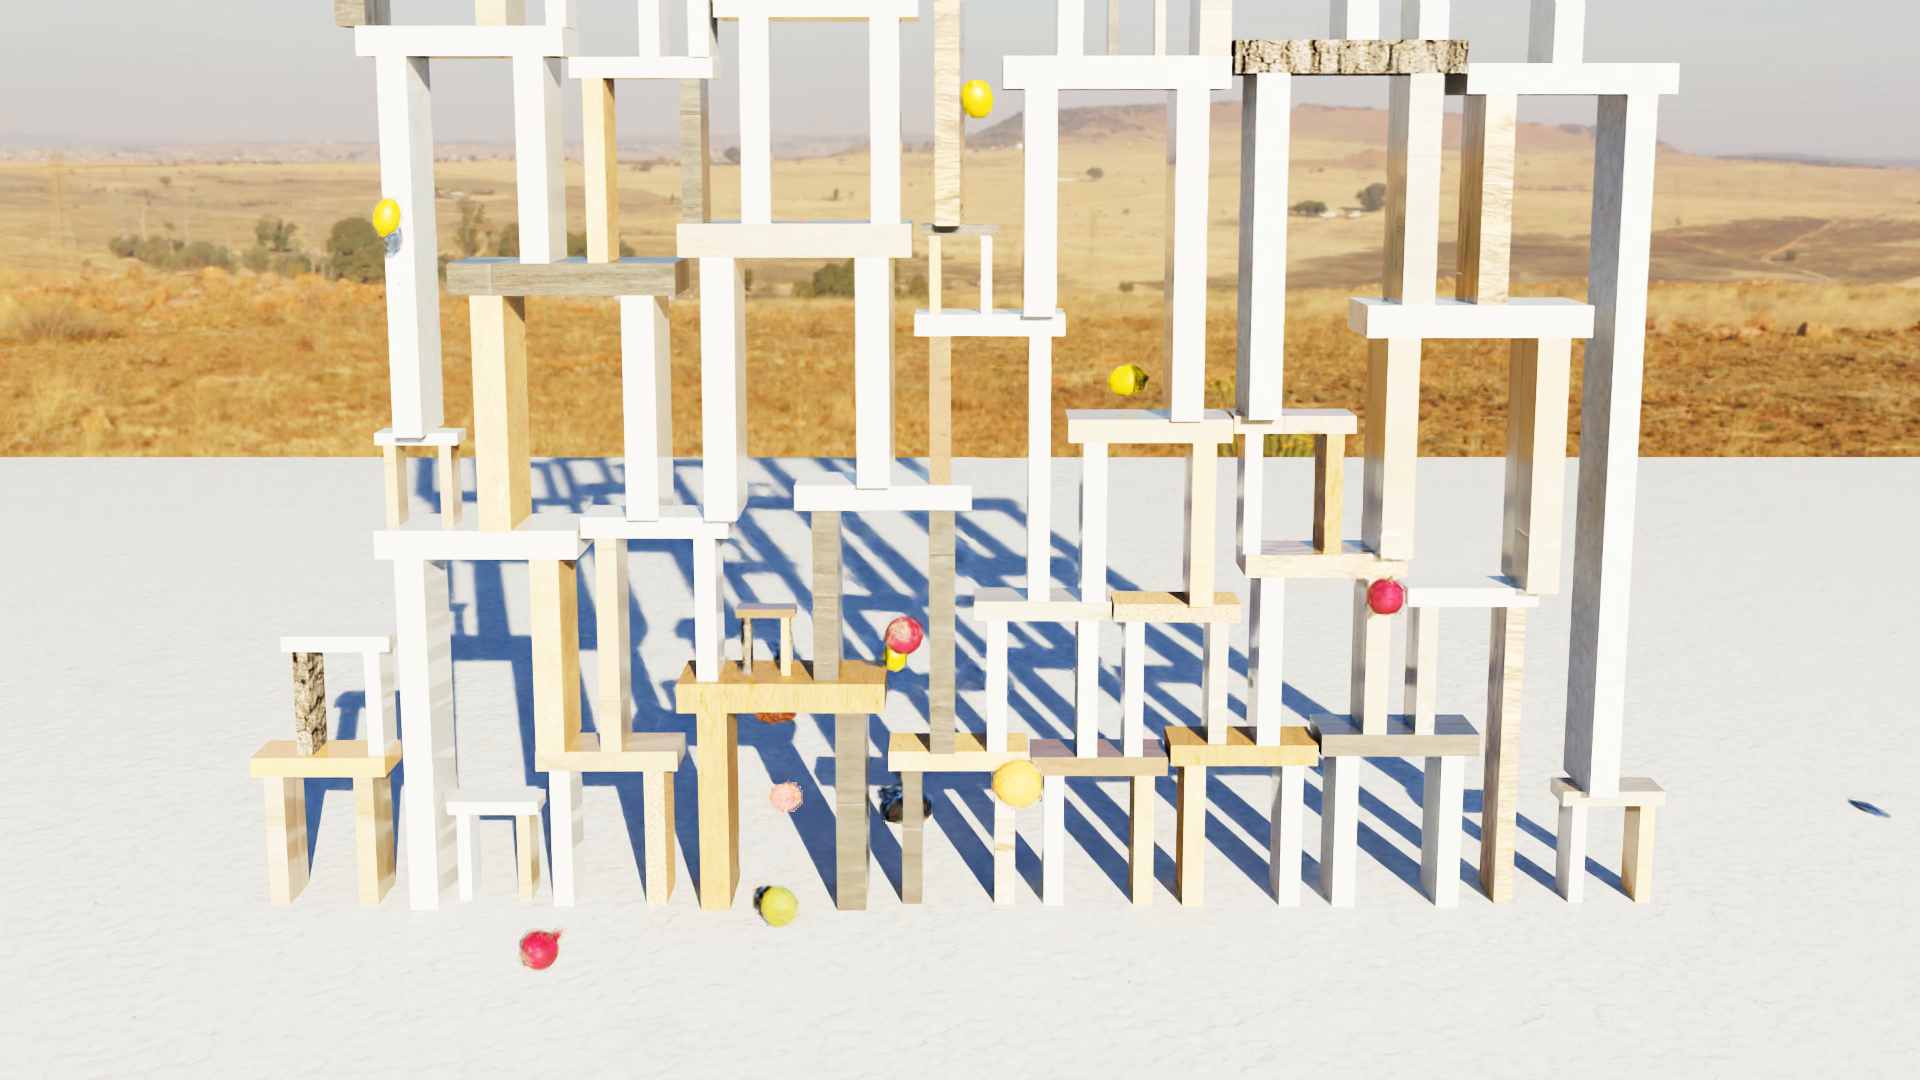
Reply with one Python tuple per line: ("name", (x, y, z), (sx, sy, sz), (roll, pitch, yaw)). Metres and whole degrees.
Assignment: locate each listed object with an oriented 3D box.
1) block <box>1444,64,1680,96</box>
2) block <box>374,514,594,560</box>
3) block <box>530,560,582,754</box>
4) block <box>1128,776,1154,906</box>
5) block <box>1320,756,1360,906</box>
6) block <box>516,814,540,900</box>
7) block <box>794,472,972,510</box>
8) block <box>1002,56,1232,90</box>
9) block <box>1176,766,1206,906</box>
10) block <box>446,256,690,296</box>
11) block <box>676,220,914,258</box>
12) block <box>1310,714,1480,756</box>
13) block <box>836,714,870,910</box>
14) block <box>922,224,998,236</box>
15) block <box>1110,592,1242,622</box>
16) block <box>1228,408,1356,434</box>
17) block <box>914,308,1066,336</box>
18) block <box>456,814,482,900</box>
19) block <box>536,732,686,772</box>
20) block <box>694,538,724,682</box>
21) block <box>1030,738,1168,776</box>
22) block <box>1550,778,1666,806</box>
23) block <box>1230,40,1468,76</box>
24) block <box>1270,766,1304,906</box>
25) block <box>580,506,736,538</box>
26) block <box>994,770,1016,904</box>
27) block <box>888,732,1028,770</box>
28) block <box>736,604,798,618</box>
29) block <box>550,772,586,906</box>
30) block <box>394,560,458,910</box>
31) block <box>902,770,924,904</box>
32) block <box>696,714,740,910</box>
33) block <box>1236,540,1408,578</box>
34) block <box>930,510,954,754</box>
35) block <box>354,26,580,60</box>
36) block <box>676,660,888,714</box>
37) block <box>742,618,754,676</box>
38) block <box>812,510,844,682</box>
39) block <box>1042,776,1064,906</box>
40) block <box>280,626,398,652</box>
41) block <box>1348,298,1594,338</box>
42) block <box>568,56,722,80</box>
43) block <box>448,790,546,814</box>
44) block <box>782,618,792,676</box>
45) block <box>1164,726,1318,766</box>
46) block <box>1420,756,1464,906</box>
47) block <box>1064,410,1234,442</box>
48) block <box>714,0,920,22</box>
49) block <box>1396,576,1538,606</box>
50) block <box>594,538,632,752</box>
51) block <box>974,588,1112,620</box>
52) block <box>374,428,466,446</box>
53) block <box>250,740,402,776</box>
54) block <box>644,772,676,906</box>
("block", (0.935, -0.718, 3.431), (0.321, 0.046, 0.161), (0, 11, 0))
("block", (-0.768, -0.006, 3.561), (0.321, 0.046, 0.161), (0, 11, 0))
("block", (-0.660, 0.174, 3.595), (0.046, 0.321, 0.161), (0, 10, 0))
("block", (0.300, 0.482, 3.648), (0.031, 0.221, 0.110), (0, 11, 0))
("block", (0.628, 0.464, 3.646), (0.036, 0.256, 0.128), (0, 11, 0))
("block", (-0.718, 0.517, 3.660), (0.021, 0.148, 0.074), (0, 11, 0))
("block", (-0.122, -0.079, 3.549), (0.280, 0.040, 0.140), (0, 11, 0))
("block", (0.240, -0.726, 3.421), (0.346, 0.049, 0.173), (0, 11, 0))
("block", (0.382, 0.473, 3.648), (0.034, 0.239, 0.119), (0, 11, 0))
("block", (-0.617, -0.419, 3.485), (0.353, 0.050, 0.176), (0, 11, 0))
("block", (-0.255, -0.477, 3.471), (0.360, 0.051, 0.180), (0, 11, 0))
("block", (0.713, 0.321, 3.619), (0.256, 0.036, 0.128), (0, 11, 0))
("block", (-0.177, 0.426, 3.639), (0.047, 0.333, 0.166), (0, 11, 0))
("block", (0.000, -0.489, 3.464), (0.121, 0.017, 0.060), (0, 11, 0))
("block", (0.349, 0.108, 3.579), (0.203, 0.029, 0.102), (0, 11, 0))
("block", (0.531, -0.191, 3.526), (0.193, 0.027, 0.097), (0, 11, 0))
("block", (0.047, -0.346, 3.496), (0.236, 0.033, 0.118), (0, 11, 0))
("block", (-0.817, 0.517, 3.660), (0.021, 0.148, 0.074), (0, 11, 0))
("block", (-0.574, 0.349, 3.622), (0.229, 0.033, 0.115), (0, 11, 0))
("block", (-0.407, 0.102, 3.576), (0.033, 0.234, 0.117), (0, 11, 0))
("block", (0.227, 0.358, 3.625), (0.221, 0.031, 0.110), (0, 11, 0))
("block", (1.070, 0.415, 3.634), (0.167, 0.024, 0.083), (0, 11, 0))
("block", (0.594, -0.749, 3.420), (0.352, 0.050, 0.176), (0, 11, 0))
("block", (0.541, 0.473, 3.648), (0.034, 0.239, 0.119), (0, 11, 0))
("block", (-0.486, -0.030, 3.551), (0.234, 0.033, 0.117), (0, 11, 0))
("block", (0.074, 0.477, 3.653), (0.032, 0.228, 0.114), (0, 11, 0))
("block", (-0.002, 0.349, 3.629), (0.228, 0.032, 0.114), (0, 11, 0))
("block", (-0.315, 0.115, 3.582), (0.096, 0.014, 0.048), (0, 11, 0))
("block", (-0.650, 0.478, 3.645), (0.033, 0.230, 0.115), (0, 11, 0))
("block", (-0.875, 0.303, 3.619), (0.046, 0.583, 0.161), (0, 11, 0))
("block", (-0.078, 0.477, 3.653), (0.032, 0.228, 0.114), (0, 11, 0))
("block", (-0.399, 0.426, 3.639), (0.047, 0.333, 0.167), (0, 11, 0))
("block", (0.585, 0.030, 3.570), (0.258, 0.037, 0.129), (0, 11, 0))
("block", (-0.029, 0.137, 3.589), (0.040, 0.400, 0.140), (0, 11, 0))
("block", (-0.760, -0.771, 3.412), (0.313, 0.044, 0.157), (0, 11, 0))
("block", (-0.288, 0.239, 3.605), (0.333, 0.047, 0.167), (0, 11, 0))
("block", (-0.347, 0.169, 3.592), (0.014, 0.096, 0.048), (0, 11, 0))
("block", (-0.215, 0.078, 3.578), (0.040, 0.280, 0.140), (0, 11, 0))
("block", (0.153, 0.482, 3.648), (0.031, 0.221, 0.110), (0, 11, 0))
("block", (-1.009, 0.161, 3.593), (0.174, 0.025, 0.087), (0, 11, 0))
("block", (0.806, -0.354, 3.490), (0.349, 0.049, 0.175), (0, 11, 0))
("block", (-0.489, -0.735, 3.427), (0.221, 0.031, 0.110), (0, 11, 1))
("block", (-0.767, 0.434, 3.644), (0.148, 0.021, 0.074), (0, 11, 0))
("block", (-0.283, 0.169, 3.592), (0.014, 0.096, 0.048), (0, 11, 0))
("block", (0.461, 0.339, 3.623), (0.239, 0.034, 0.119), (0, 11, 0))
("block", (0.799, 0.464, 3.646), (0.036, 0.256, 0.128), (0, 11, 0))
("block", (0.300, -0.183, 3.520), (0.258, 0.037, 0.129), (0, 11, 0))
("block", (-0.218, -0.829, 3.408), (0.310, 0.044, 0.155), (0, 11, 1))
("block", (0.824, 0.083, 3.577), (0.209, 0.030, 0.104), (0, 11, 0))
("block", (-0.564, 0.160, 3.587), (0.033, 0.352, 0.117), (0, 11, 0))
("block", (0.133, 0.104, 3.575), (0.220, 0.031, 0.110), (0, 11, 0))
("block", (-0.865, -0.166, 3.525), (0.131, 0.019, 0.066), (0, 11, 0))
("block", (-1.044, 0.360, 3.625), (0.219, 0.031, 0.109), (0, 11, 0))
("block", (-0.497, 0.478, 3.645), (0.033, 0.230, 0.115), (0, 11, 0))
